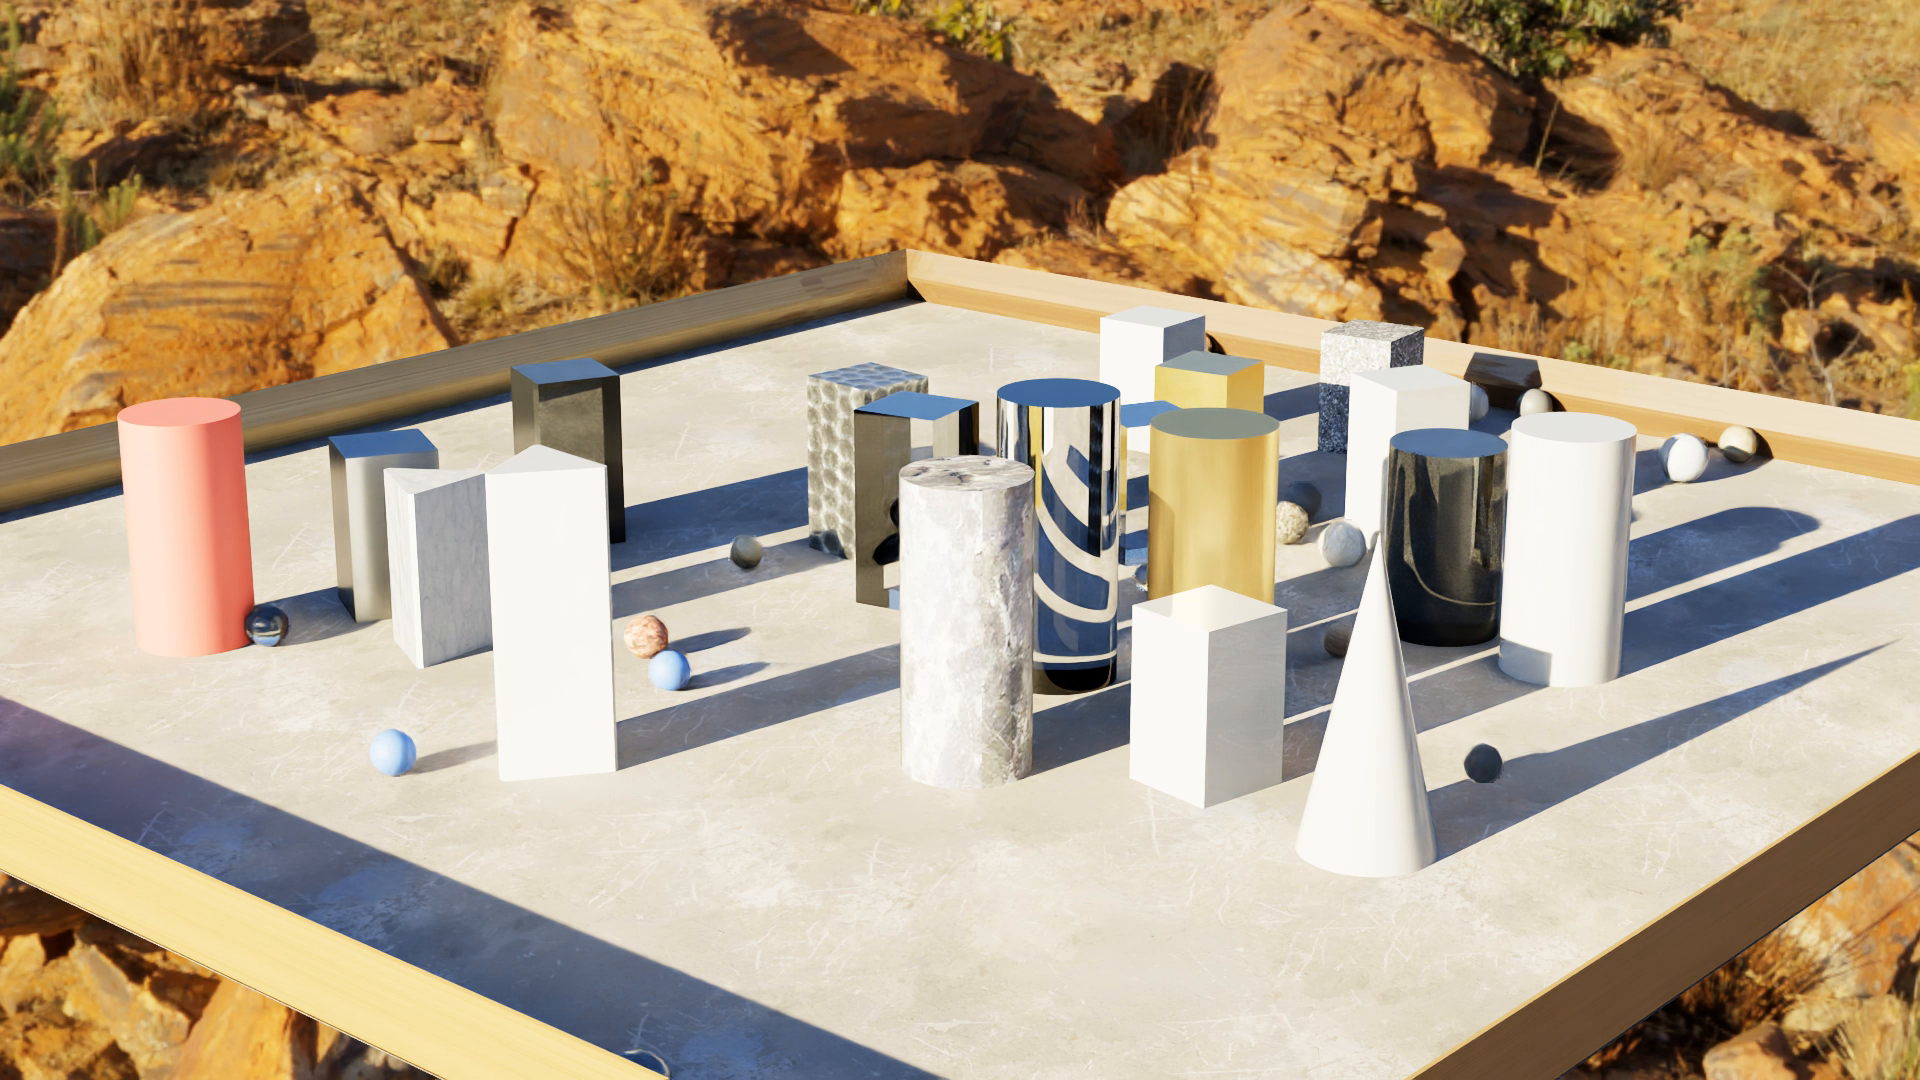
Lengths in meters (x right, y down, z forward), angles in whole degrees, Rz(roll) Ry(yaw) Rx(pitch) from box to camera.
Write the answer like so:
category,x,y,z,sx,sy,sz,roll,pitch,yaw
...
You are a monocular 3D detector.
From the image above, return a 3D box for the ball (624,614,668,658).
category,x,y,z,sx,sy,sz,roll,pitch,yaw
ball,-0.514,0.157,4.803,0.072,0.072,0.072,0,17,0

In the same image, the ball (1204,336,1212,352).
category,x,y,z,sx,sy,sz,roll,pitch,yaw
ball,0.555,-0.451,6.832,0.065,0.065,0.065,0,17,0

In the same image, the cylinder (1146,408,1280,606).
category,x,y,z,sx,sy,sz,roll,pitch,yaw
cylinder,0.384,0.047,4.488,0.195,0.466,0.195,0,17,0

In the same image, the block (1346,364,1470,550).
category,x,y,z,sx,sy,sz,roll,pitch,yaw
block,0.821,-0.146,5.391,0.156,0.313,0.156,-7,18,-23

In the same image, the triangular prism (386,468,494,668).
category,x,y,z,sx,sy,sz,roll,pitch,yaw
triangular prism,-0.885,0.036,4.822,0.147,0.294,0.169,12,21,35

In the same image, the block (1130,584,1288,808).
category,x,y,z,sx,sy,sz,roll,pitch,yaw
block,0.359,0.224,4.245,0.156,0.266,0.156,-13,21,-37

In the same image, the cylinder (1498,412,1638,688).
category,x,y,z,sx,sy,sz,roll,pitch,yaw
cylinder,0.974,0.014,4.707,0.195,0.402,0.195,0,17,0

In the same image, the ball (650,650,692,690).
category,x,y,z,sx,sy,sz,roll,pitch,yaw
ball,-0.459,0.207,4.651,0.065,0.065,0.065,0,17,0

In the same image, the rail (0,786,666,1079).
category,x,y,z,sx,sy,sz,roll,pitch,yaw
rail,-1.149,0.414,3.853,3.447,0.127,0.045,14,22,39

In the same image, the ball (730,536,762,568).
category,x,y,z,sx,sy,sz,roll,pitch,yaw
ball,-0.384,0.022,5.273,0.059,0.059,0.059,0,17,0

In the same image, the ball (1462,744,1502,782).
category,x,y,z,sx,sy,sz,roll,pitch,yaw
ball,0.762,0.325,4.273,0.057,0.057,0.057,0,17,0

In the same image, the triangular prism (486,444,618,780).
category,x,y,z,sx,sy,sz,roll,pitch,yaw
triangular prism,-0.605,0.103,4.304,0.169,0.464,0.147,-4,17,-13

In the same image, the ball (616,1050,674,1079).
category,x,y,z,sx,sy,sz,roll,pitch,yaw
ball,-0.361,0.611,3.279,0.082,0.082,0.082,0,17,0

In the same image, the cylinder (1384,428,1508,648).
category,x,y,z,sx,sy,sz,roll,pitch,yaw
cylinder,0.810,-0.006,4.907,0.195,0.324,0.195,0,17,0

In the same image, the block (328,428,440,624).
category,x,y,z,sx,sy,sz,roll,pitch,yaw
block,-0.983,-0.026,5.036,0.156,0.289,0.156,-7,18,-21

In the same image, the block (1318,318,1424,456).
category,x,y,z,sx,sy,sz,roll,pitch,yaw
block,0.848,-0.311,6.047,0.156,0.250,0.156,11,20,33

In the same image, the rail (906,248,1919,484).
category,x,y,z,sx,sy,sz,roll,pitch,yaw
rail,1.149,-0.350,6.387,3.447,0.127,0.045,14,22,39

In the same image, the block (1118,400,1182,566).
category,x,y,z,sx,sy,sz,roll,pitch,yaw
block,0.337,-0.105,5.350,0.156,0.258,0.156,-7,18,-23

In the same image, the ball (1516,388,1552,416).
category,x,y,z,sx,sy,sz,roll,pitch,yaw
ball,1.227,-0.285,6.261,0.077,0.077,0.077,0,17,0

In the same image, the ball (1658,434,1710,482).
category,x,y,z,sx,sy,sz,roll,pitch,yaw
ball,1.437,-0.163,5.820,0.098,0.098,0.098,0,17,0

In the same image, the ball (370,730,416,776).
category,x,y,z,sx,sy,sz,roll,pitch,yaw
ball,-0.832,0.311,4.300,0.067,0.067,0.067,0,17,0

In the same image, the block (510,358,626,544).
category,x,y,z,sx,sy,sz,roll,pitch,yaw
block,-0.725,-0.159,5.424,0.156,0.318,0.156,-8,19,-26

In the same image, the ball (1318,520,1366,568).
category,x,y,z,sx,sy,sz,roll,pitch,yaw
ball,0.688,0.008,5.275,0.085,0.085,0.085,0,17,0

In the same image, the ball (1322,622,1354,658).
category,x,y,z,sx,sy,sz,roll,pitch,yaw
ball,0.624,0.164,4.805,0.058,0.058,0.058,0,17,0

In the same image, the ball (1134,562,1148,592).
category,x,y,z,sx,sy,sz,roll,pitch,yaw
ball,0.331,0.066,5.140,0.053,0.053,0.053,0,17,0

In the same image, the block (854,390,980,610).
category,x,y,z,sx,sy,sz,roll,pitch,yaw
block,-0.074,-0.065,5.066,0.156,0.346,0.156,10,19,29

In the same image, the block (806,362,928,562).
category,x,y,z,sx,sy,sz,roll,pitch,yaw
block,-0.167,-0.141,5.355,0.156,0.325,0.156,-15,23,-41

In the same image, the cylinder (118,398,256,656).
category,x,y,z,sx,sy,sz,roll,pitch,yaw
cylinder,-1.276,-0.023,4.849,0.195,0.390,0.195,0,17,0

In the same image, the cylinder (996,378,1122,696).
category,x,y,z,sx,sy,sz,roll,pitch,yaw
cylinder,0.155,-0.007,4.660,0.195,0.468,0.195,0,17,0

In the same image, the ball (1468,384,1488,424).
category,x,y,z,sx,sy,sz,roll,pitch,yaw
ball,1.086,-0.292,6.266,0.087,0.087,0.087,0,17,0

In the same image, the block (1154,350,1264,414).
category,x,y,z,sx,sy,sz,roll,pitch,yaw
block,0.481,-0.212,5.686,0.156,0.269,0.156,10,20,31

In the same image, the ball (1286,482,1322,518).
category,x,y,z,sx,sy,sz,roll,pitch,yaw
ball,0.654,-0.075,5.576,0.070,0.070,0.070,0,17,0

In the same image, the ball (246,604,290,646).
category,x,y,z,sx,sy,sz,roll,pitch,yaw
ball,-1.147,0.141,4.859,0.070,0.070,0.070,0,17,0

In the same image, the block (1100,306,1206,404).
category,x,y,z,sx,sy,sz,roll,pitch,yaw
block,0.401,-0.340,6.127,0.156,0.260,0.156,13,21,36

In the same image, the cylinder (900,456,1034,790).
category,x,y,z,sx,sy,sz,roll,pitch,yaw
cylinder,0.010,0.118,4.279,0.195,0.449,0.195,0,17,0

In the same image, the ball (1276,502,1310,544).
category,x,y,z,sx,sy,sz,roll,pitch,yaw
ball,0.606,-0.032,5.418,0.078,0.078,0.078,0,17,0

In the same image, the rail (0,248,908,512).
category,x,y,z,sx,sy,sz,roll,pitch,yaw
rail,-1.283,-0.290,6.187,0.045,0.127,3.552,14,22,39

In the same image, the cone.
category,x,y,z,sx,sy,sz,roll,pitch,yaw
cone,0.560,0.207,3.973,0.195,0.456,0.195,0,17,0

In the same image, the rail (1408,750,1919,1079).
category,x,y,z,sx,sy,sz,roll,pitch,yaw
rail,1.283,0.354,4.053,0.045,0.127,3.552,14,22,39

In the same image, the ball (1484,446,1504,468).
category,x,y,z,sx,sy,sz,roll,pitch,yaw
ball,1.080,-0.168,5.933,0.043,0.043,0.043,0,17,0

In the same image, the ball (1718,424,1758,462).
category,x,y,z,sx,sy,sz,roll,pitch,yaw
ball,1.583,-0.196,5.966,0.077,0.077,0.077,0,17,0
